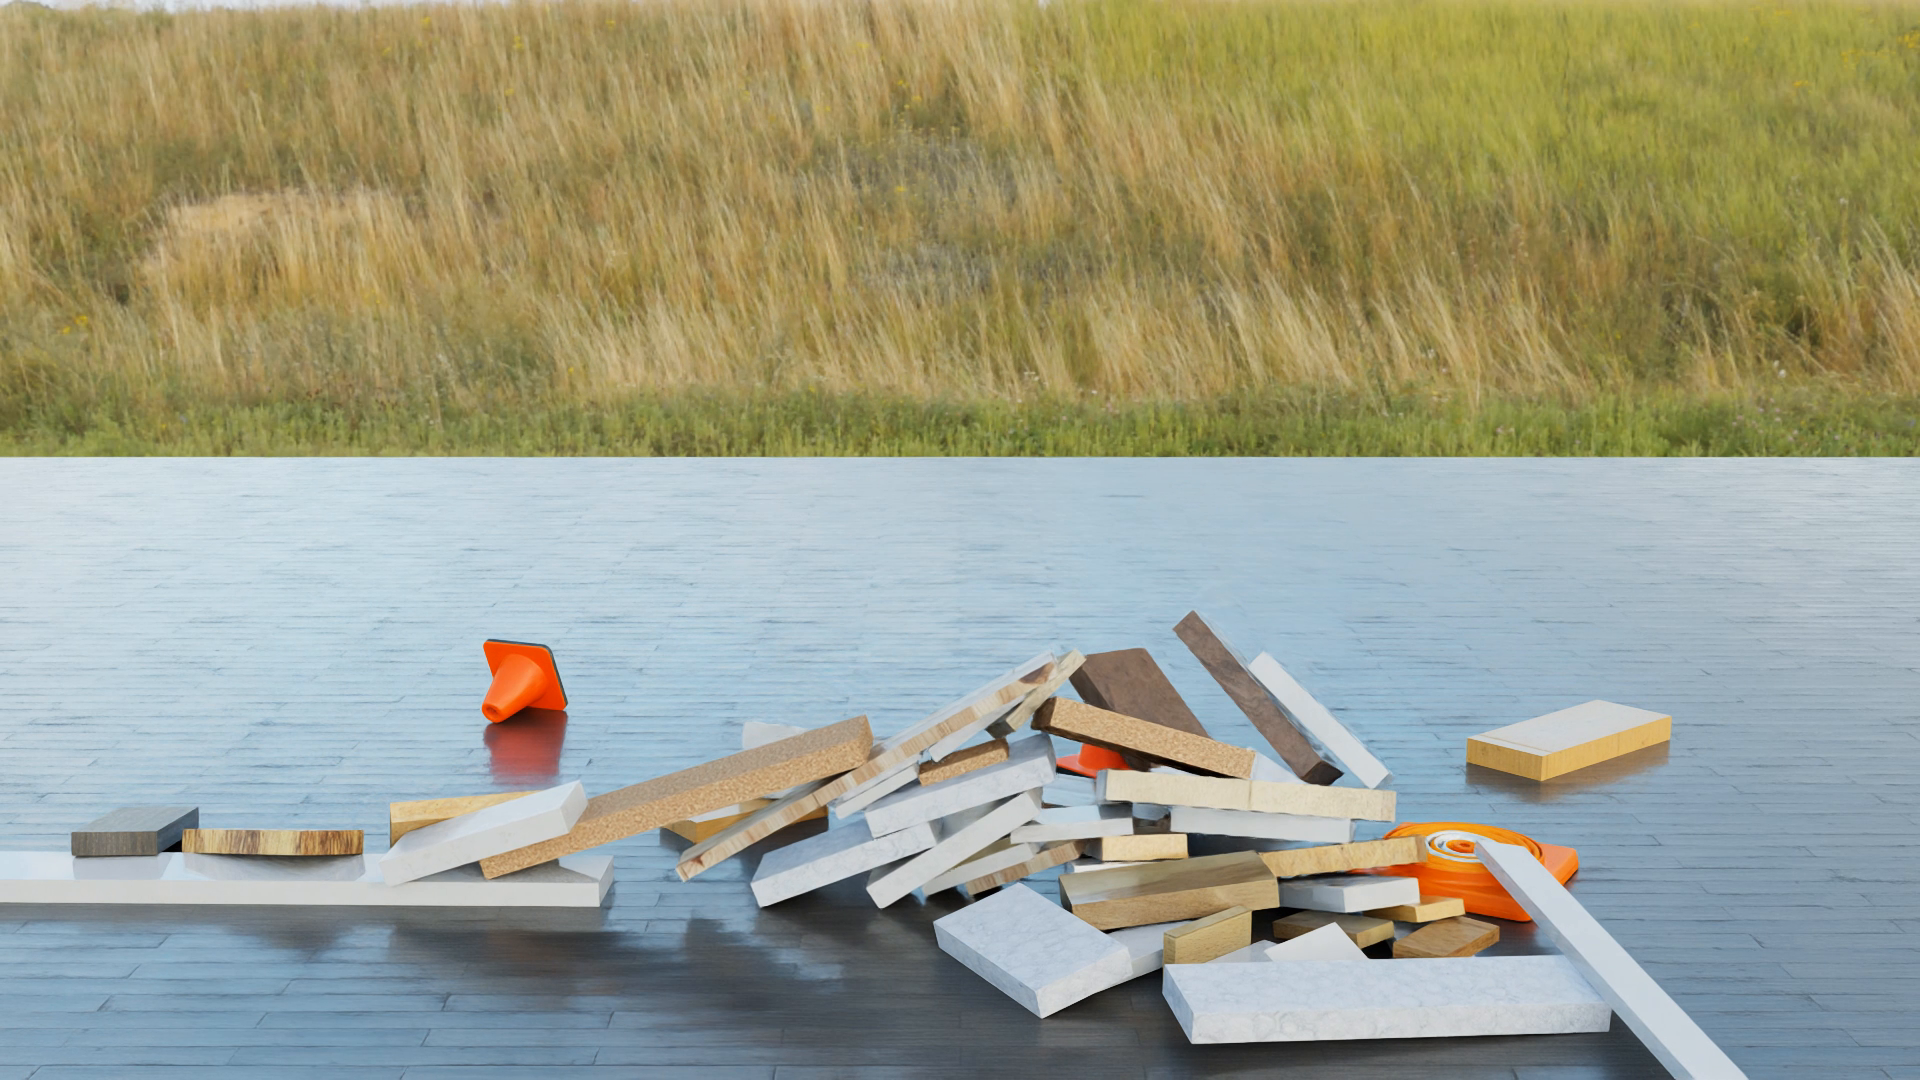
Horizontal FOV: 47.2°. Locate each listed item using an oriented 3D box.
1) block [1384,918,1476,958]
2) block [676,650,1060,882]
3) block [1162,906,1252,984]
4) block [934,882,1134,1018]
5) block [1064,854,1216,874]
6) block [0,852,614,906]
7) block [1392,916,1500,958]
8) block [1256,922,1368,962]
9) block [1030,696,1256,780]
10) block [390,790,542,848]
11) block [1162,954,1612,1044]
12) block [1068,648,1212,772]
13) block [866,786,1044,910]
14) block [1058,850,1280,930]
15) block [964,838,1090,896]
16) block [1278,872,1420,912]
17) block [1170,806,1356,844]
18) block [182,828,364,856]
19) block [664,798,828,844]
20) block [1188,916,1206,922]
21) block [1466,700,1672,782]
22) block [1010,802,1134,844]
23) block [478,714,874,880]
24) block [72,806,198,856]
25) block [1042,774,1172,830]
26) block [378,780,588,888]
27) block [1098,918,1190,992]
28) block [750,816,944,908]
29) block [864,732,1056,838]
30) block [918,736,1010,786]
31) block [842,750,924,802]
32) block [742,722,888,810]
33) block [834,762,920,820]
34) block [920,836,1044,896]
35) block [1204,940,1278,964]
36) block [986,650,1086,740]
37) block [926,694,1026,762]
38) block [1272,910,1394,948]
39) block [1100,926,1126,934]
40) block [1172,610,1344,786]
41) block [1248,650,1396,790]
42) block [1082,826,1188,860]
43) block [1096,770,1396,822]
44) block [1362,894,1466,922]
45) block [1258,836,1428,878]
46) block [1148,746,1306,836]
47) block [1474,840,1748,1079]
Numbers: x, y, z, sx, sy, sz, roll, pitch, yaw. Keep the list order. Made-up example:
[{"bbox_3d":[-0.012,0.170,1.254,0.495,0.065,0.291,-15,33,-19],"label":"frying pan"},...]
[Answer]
[{"bbox_3d":[0.722,0.630,3.375,0.103,0.029,0.206,0,11,-1],"label":"block"},{"bbox_3d":[-0.152,0.369,3.606,0.706,0.026,0.091,-29,8,5],"label":"block"},{"bbox_3d":[0.373,0.613,3.308,0.172,0.086,0.024,-9,14,-42],"label":"block"},{"bbox_3d":[0.106,0.614,3.315,0.159,0.045,0.319,-21,18,-24],"label":"block"},{"bbox_3d":[0.310,0.542,3.590,0.265,0.038,0.133,-1,-4,-5],"label":"block"},{"bbox_3d":[-1.450,0.566,3.691,1.719,0.040,0.141,0,11,1],"label":"block"},{"bbox_3d":[0.738,0.610,3.337,0.085,0.024,0.169,9,14,41],"label":"block"},{"bbox_3d":[0.529,0.629,3.275,0.172,0.024,0.086,-10,47,-43],"label":"block"},{"bbox_3d":[0.301,0.333,3.662,0.343,0.049,0.171,16,-9,-7],"label":"block"},{"bbox_3d":[-0.840,0.498,3.801,0.279,0.139,0.040,-3,51,-17],"label":"block"},{"bbox_3d":[0.605,0.651,3.127,0.609,0.045,0.159,1,14,-10],"label":"block"},{"bbox_3d":[0.369,0.358,4.252,0.177,0.050,0.355,-5,45,-35],"label":"block"},{"bbox_3d":[-0.007,0.491,3.640,0.311,0.044,0.155,-32,7,9],"label":"block"},{"bbox_3d":[0.324,0.549,3.442,0.319,0.045,0.159,-7,8,-4],"label":"block"},{"bbox_3d":[0.112,0.534,3.668,0.200,0.028,0.100,-22,2,16],"label":"block"},{"bbox_3d":[0.605,0.563,3.518,0.133,0.038,0.266,-4,-5,-21],"label":"block"},{"bbox_3d":[0.506,0.475,3.660,0.291,0.041,0.145,2,-8,14],"label":"block"},{"bbox_3d":[-1.175,0.515,3.759,0.282,0.040,0.141,-3,-8,29],"label":"block"},{"bbox_3d":[-0.399,0.498,4.057,0.279,0.040,0.139,-8,13,-36],"label":"block"},{"bbox_3d":[0.348,0.608,3.498,0.096,0.027,0.193,4,11,19],"label":"block"},{"bbox_3d":[1.254,0.407,4.515,0.461,0.050,0.177,-9,14,-40],"label":"block"},{"bbox_3d":[0.185,0.467,3.627,0.200,0.028,0.100,-5,7,5],"label":"block"},{"bbox_3d":[-0.469,0.426,3.657,0.661,0.045,0.157,-17,9,6],"label":"block"},{"bbox_3d":[-1.446,0.510,3.866,0.141,0.040,0.282,0,2,-5],"label":"block"},{"bbox_3d":[0.237,0.492,4.059,0.355,0.050,0.177,6,12,29],"label":"block"},{"bbox_3d":[-0.785,0.484,3.639,0.315,0.045,0.158,-17,9,5],"label":"block"},{"bbox_3d":[0.265,0.622,3.331,0.206,0.029,0.103,-15,16,-25],"label":"block"},{"bbox_3d":[-0.185,0.515,3.652,0.311,0.044,0.155,-20,8,7],"label":"block"},{"bbox_3d":[0.003,0.401,3.619,0.311,0.044,0.155,-18,9,6],"label":"block"},{"bbox_3d":[0.006,0.365,3.623,0.149,0.021,0.074,-18,9,6],"label":"block"},{"bbox_3d":[-0.130,0.379,3.638,0.148,0.021,0.074,-29,7,4],"label":"block"},{"bbox_3d":[-0.261,0.414,4.016,0.297,0.133,0.038,4,-3,24],"label":"block"},{"bbox_3d":[-0.137,0.408,3.634,0.148,0.021,0.074,-29,7,6],"label":"block"},{"bbox_3d":[0.037,0.535,3.663,0.200,0.028,0.100,-22,2,16],"label":"block"},{"bbox_3d":[0.428,0.648,3.276,0.206,0.029,0.103,-10,14,-43],"label":"block"},{"bbox_3d":[0.126,0.258,3.675,0.182,0.026,0.091,-43,4,-25],"label":"block"},{"bbox_3d":[0.023,0.302,3.658,0.182,0.026,0.091,-35,4,-5],"label":"block"},{"bbox_3d":[0.582,0.607,3.431,0.086,0.024,0.172,-9,4,-39],"label":"block"},{"bbox_3d":[0.243,0.590,3.469,0.193,0.027,0.096,-9,9,-21],"label":"block"},{"bbox_3d":[0.511,0.276,3.767,0.343,0.049,0.171,51,8,25],"label":"block"},{"bbox_3d":[0.615,0.310,3.734,0.291,0.041,0.145,45,5,17],"label":"block"},{"bbox_3d":[0.287,0.515,3.734,0.139,0.040,0.304,-1,-5,-6],"label":"block"},{"bbox_3d":[0.467,0.423,3.634,0.469,0.049,0.171,5,-7,-2],"label":"block"},{"bbox_3d":[0.711,0.578,3.460,0.085,0.024,0.169,-6,-4,-19],"label":"block"},{"bbox_3d":[0.613,0.525,3.617,0.291,0.041,0.145,-9,-10,17],"label":"block"},{"bbox_3d":[0.496,0.460,4.051,0.315,0.045,0.157,-5,30,-47],"label":"block"},{"bbox_3d":[0.959,0.659,3.033,0.085,0.024,1.279,9,12,-8],"label":"block"}]
